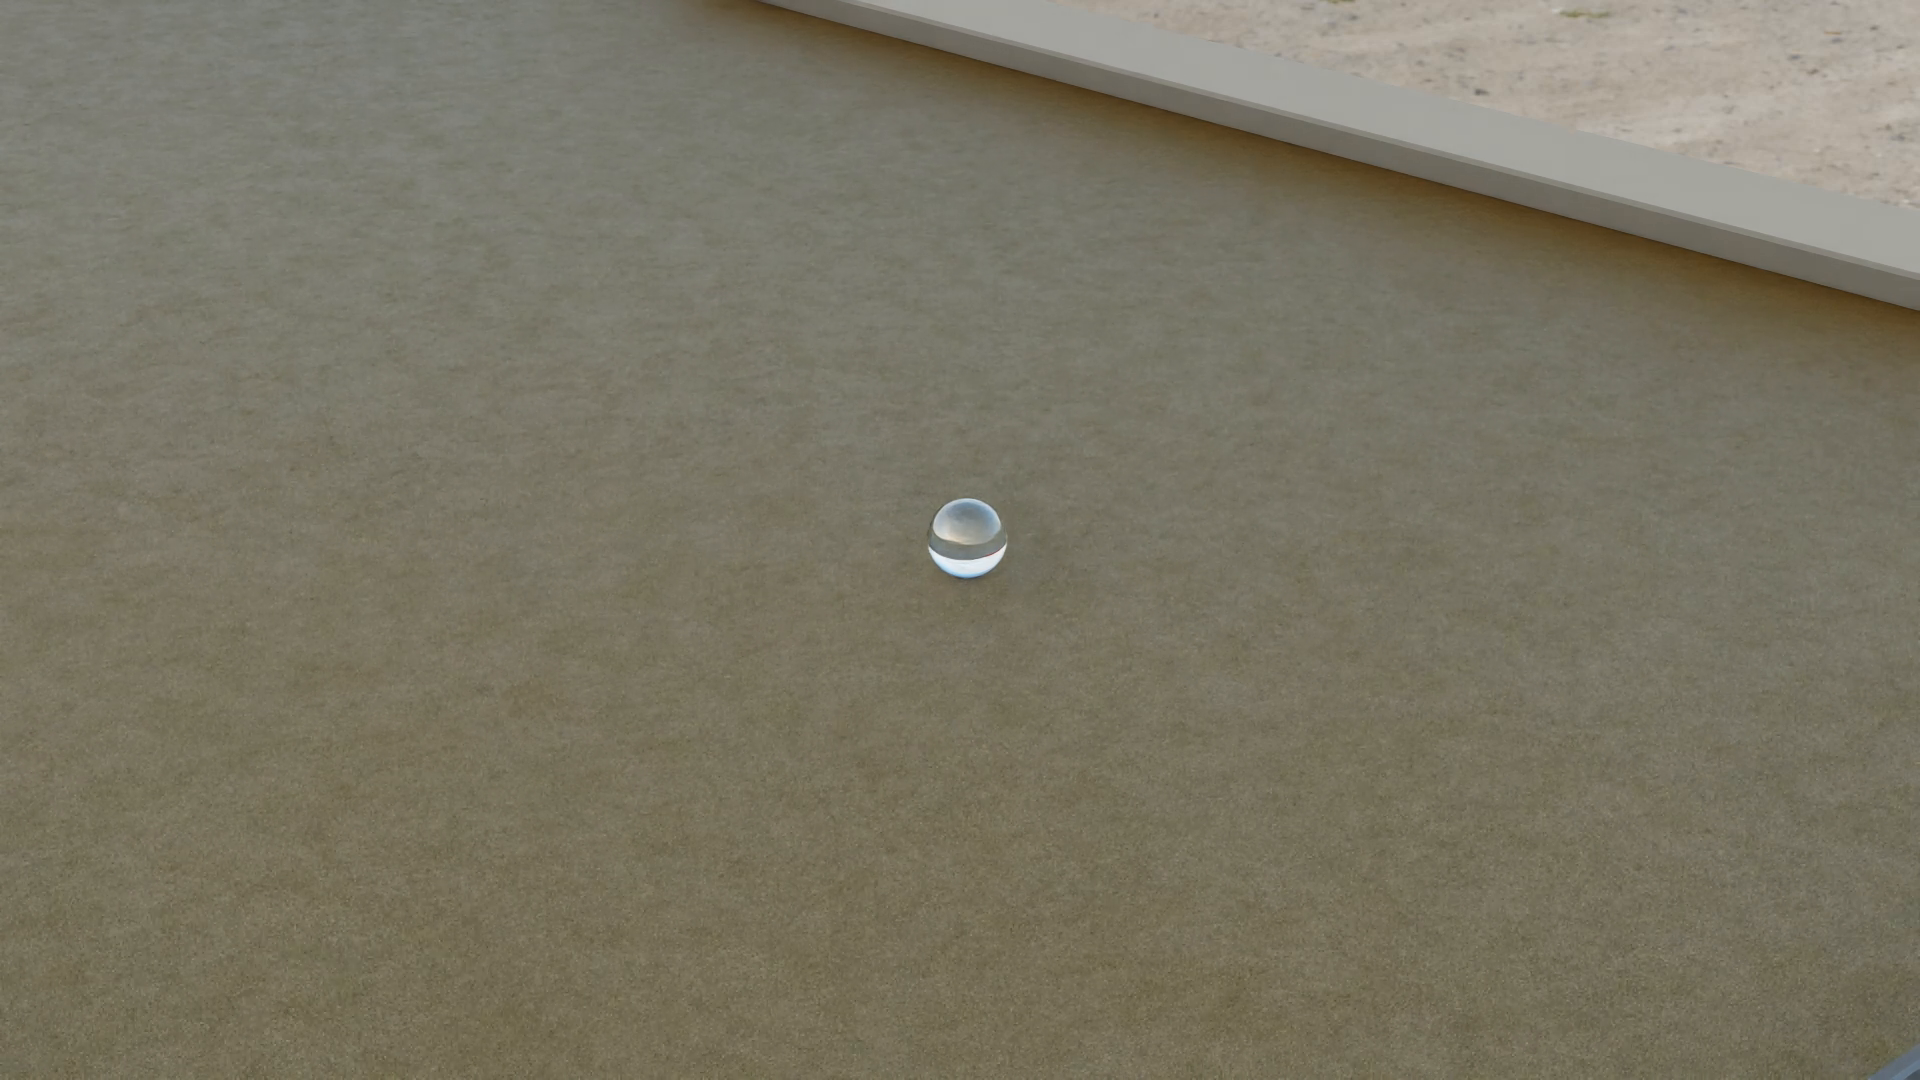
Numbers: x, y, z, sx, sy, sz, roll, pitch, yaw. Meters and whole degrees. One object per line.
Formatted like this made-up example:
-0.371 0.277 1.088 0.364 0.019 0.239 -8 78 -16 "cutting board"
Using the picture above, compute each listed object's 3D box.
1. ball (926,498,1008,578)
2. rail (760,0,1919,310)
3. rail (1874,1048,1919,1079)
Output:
0.006 -0.002 2.363 0.065 0.065 0.065 0 23 0 "ball"
0.190 -0.605 3.725 0.045 0.099 3.898 -20 30 -38 "rail"
0.640 0.260 1.708 2.337 0.099 0.045 -20 30 -38 "rail"
